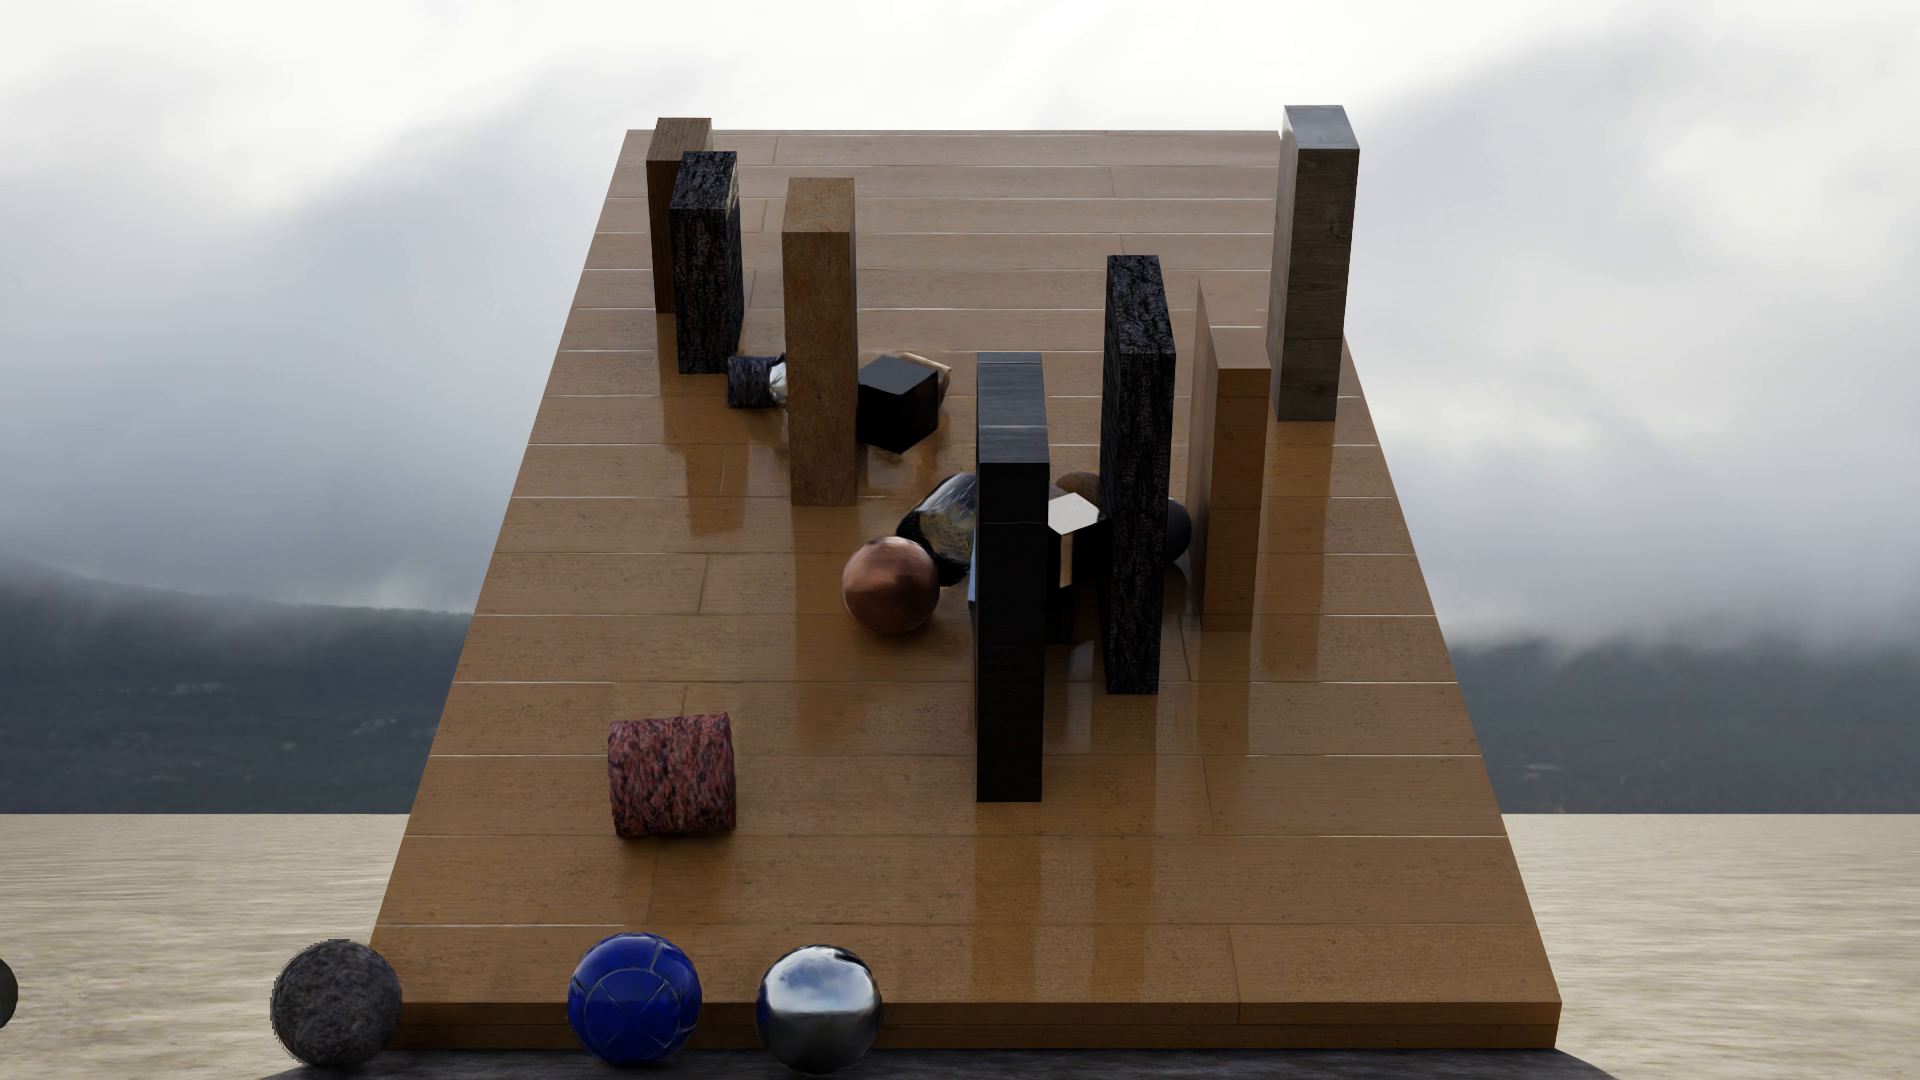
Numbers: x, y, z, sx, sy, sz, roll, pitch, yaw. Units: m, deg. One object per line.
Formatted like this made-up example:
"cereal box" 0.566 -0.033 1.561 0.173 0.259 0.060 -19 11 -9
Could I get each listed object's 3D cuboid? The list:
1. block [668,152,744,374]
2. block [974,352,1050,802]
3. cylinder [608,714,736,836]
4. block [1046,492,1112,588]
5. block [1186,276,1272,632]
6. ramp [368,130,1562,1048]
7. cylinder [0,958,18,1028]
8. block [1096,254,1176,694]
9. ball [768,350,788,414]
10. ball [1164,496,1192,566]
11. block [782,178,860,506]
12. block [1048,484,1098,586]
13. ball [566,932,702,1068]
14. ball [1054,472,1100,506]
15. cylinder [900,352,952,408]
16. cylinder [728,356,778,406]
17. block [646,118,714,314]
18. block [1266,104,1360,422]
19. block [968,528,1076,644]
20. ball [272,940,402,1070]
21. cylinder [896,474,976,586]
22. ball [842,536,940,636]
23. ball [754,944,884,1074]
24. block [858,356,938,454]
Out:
"block" -0.628 -0.695 6.043 0.134 0.439 0.374 0 30 0
"block" 0.091 0.068 4.477 0.120 0.714 0.428 0 30 0
"cylinder" -0.516 0.423 4.360 0.207 0.207 0.207 -4 -6 -2
"block" 0.209 0.000 4.706 0.119 0.119 0.119 -19 35 -29
"block" 0.548 -0.182 5.017 0.102 0.601 0.434 0 30 0
"ramp" -0.013 -0.206 5.747 2.000 0.100 4.000 0 30 0
"cylinder" -1.611 0.735 3.896 0.128 0.128 0.128 -10 -11 30
"block" 0.341 -0.129 4.782 0.100 0.746 0.442 0 30 0
"ball" -0.368 -0.373 5.705 0.169 0.169 0.169 0 -6 0
"ball" 0.419 -0.021 5.184 0.155 0.155 0.155 0 -6 0
"block" -0.306 -0.439 5.391 0.143 0.661 0.305 0 30 0
"block" 0.186 0.002 5.138 0.159 0.159 0.159 -25 39 -36
"ball" -0.505 0.713 3.761 0.208 0.208 0.208 0 -6 0
"ball" 0.263 -0.071 5.266 0.156 0.156 0.156 0 -6 0
"cylinder" -0.095 -0.379 5.807 0.114 0.114 0.114 21 -3 9
"cylinder" -0.495 -0.381 5.825 0.118 0.118 0.118 -1 -6 -1
"block" -0.721 -0.848 6.321 0.140 0.422 0.305 0 30 0
"block" 0.827 -0.652 5.732 0.138 0.690 0.282 0 30 0
"block" 0.130 0.075 4.895 0.200 0.200 0.200 4 -24 6
"ball" -0.959 0.716 3.731 0.195 0.195 0.195 0 -6 0
"cylinder" -0.015 -0.022 5.158 0.180 0.180 0.180 -4 25 33
"ball" -0.141 0.093 4.939 0.202 0.202 0.202 0 -6 0
"ball" -0.214 0.710 3.667 0.194 0.194 0.194 0 -6 0
"block" -0.160 -0.319 5.688 0.153 0.153 0.153 18 35 28
